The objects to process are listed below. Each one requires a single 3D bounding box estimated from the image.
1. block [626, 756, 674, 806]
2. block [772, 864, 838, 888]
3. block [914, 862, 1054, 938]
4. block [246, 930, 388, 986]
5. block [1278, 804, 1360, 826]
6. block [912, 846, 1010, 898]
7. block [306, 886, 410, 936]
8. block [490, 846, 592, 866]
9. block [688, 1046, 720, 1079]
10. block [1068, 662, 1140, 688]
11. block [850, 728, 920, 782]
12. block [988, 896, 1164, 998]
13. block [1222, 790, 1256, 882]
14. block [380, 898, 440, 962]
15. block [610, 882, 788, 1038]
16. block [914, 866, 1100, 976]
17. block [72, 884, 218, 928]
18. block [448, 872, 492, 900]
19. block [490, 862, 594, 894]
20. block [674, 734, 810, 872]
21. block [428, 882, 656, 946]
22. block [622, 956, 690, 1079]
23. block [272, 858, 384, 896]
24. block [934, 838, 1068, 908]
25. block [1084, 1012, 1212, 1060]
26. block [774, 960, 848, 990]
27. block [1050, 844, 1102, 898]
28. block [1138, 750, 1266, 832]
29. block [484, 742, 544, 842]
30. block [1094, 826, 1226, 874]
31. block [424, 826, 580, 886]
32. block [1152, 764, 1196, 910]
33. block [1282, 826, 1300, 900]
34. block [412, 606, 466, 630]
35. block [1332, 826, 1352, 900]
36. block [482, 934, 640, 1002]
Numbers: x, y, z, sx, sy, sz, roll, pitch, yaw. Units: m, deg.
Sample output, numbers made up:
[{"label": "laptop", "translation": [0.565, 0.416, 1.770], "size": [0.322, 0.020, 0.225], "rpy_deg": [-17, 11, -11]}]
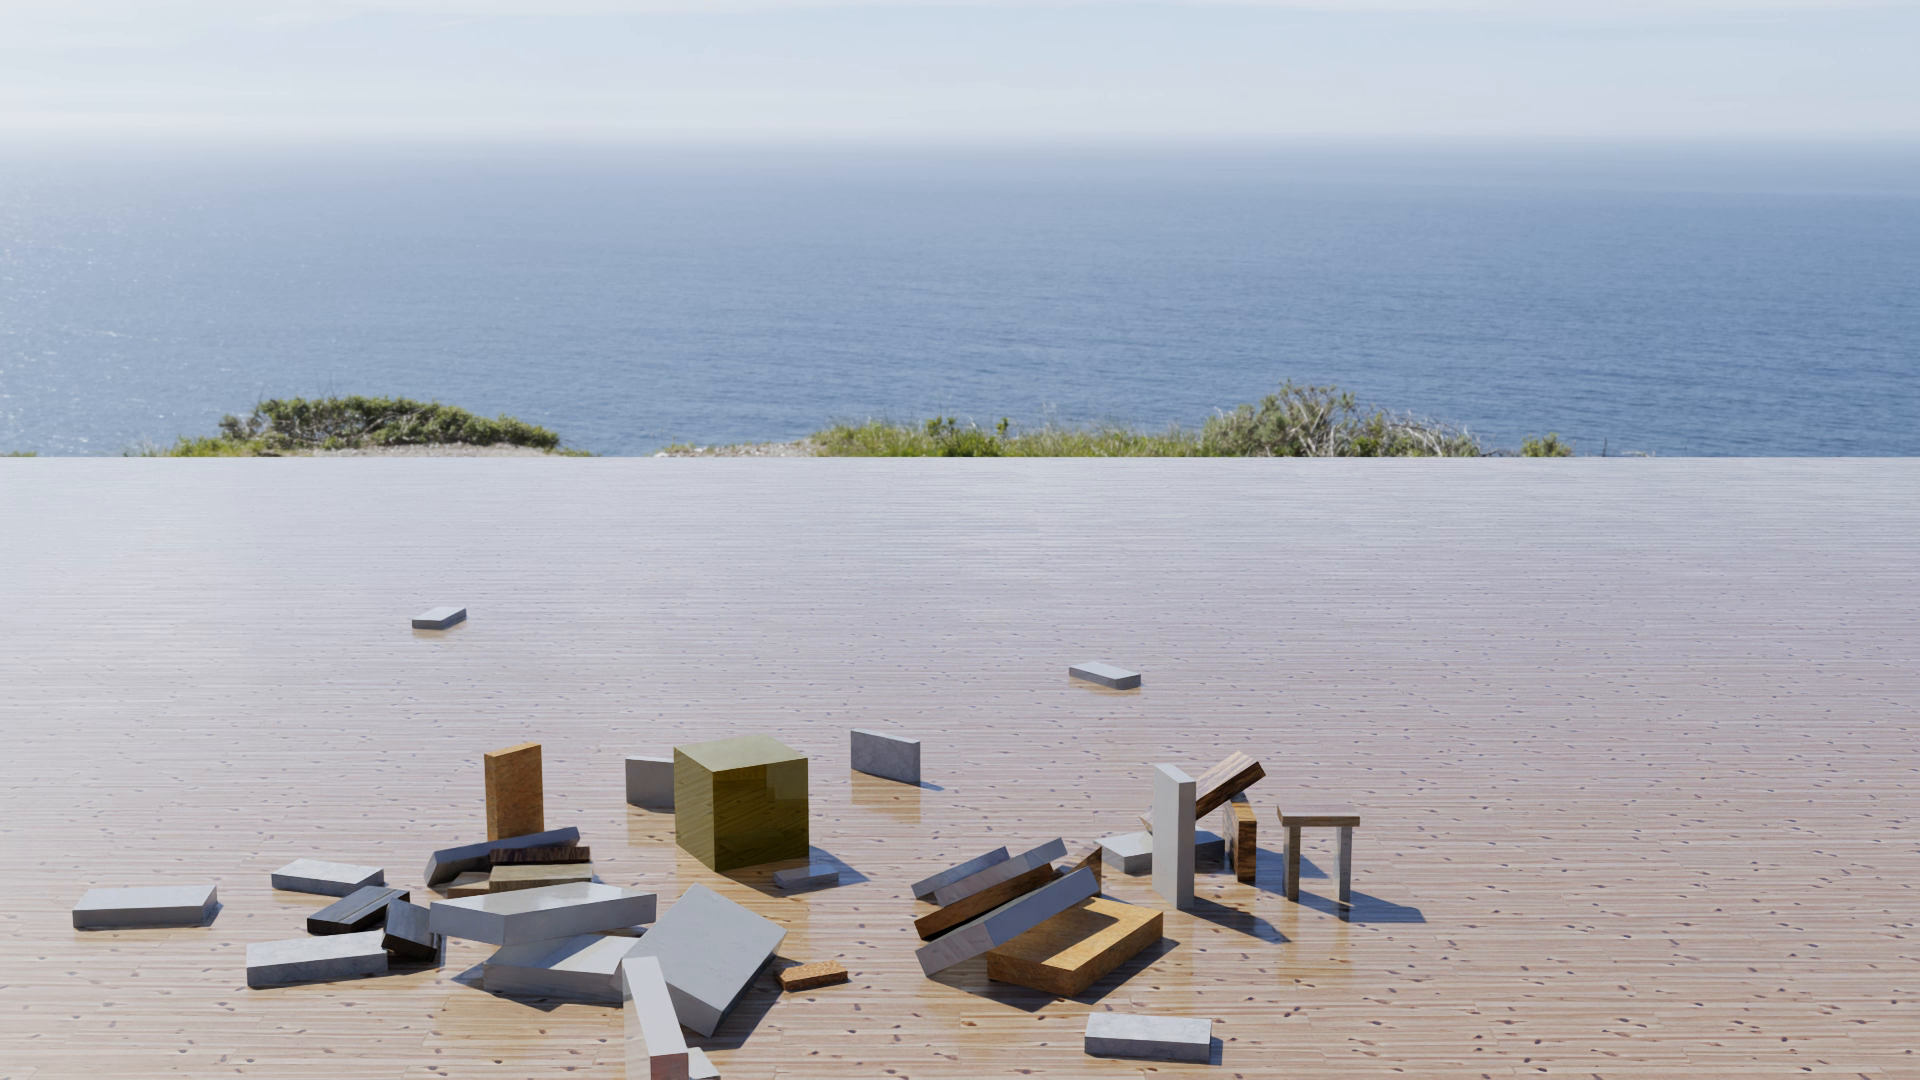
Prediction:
[{"label": "block", "translation": [-0.547, 0.457, 4.150], "size": [0.171, 0.085, 0.024], "rpy_deg": [3, 11, 15]}, {"label": "block", "translation": [-0.262, 0.571, 3.734], "size": [0.100, 0.014, 0.050], "rpy_deg": [-5, 12, -25]}, {"label": "block", "translation": [0.042, 0.577, 3.528], "size": [0.103, 0.029, 0.243], "rpy_deg": [-30, -11, 38]}, {"label": "block", "translation": [-0.979, 0.635, 3.348], "size": [0.203, 0.029, 0.101], "rpy_deg": [-3, 11, -17]}, {"label": "block", "translation": [0.593, 0.457, 3.643], "size": [0.127, 0.018, 0.063], "rpy_deg": [0, 11, 0]}, {"label": "block", "translation": [0.002, 0.556, 3.686], "size": [0.082, 0.023, 0.165], "rpy_deg": [-29, -10, 38]}, {"label": "block", "translation": [-0.971, 0.600, 3.553], "size": [0.082, 0.023, 0.164], "rpy_deg": [4, 11, 19]}, {"label": "block", "translation": [-0.706, 0.546, 3.713], "size": [0.164, 0.023, 0.082], "rpy_deg": [-1, -30, -5]}, {"label": "block", "translation": [-0.362, 0.713, 2.967], "size": [0.050, 0.014, 0.100], "rpy_deg": [-4, 11, -23]}, {"label": "block", "translation": [0.335, 0.313, 5.100], "size": [0.080, 0.023, 0.159], "rpy_deg": [-8, 13, -38]}, {"label": "block", "translation": [-0.148, 0.424, 4.342], "size": [0.159, 0.080, 0.023], "rpy_deg": [8, 13, 37]}, {"label": "block", "translation": [0.181, 0.621, 3.386], "size": [0.147, 0.042, 0.293], "rpy_deg": [6, 12, 31]}, {"label": "block", "translation": [0.485, 0.507, 3.824], "size": [0.030, 0.108, 0.215], "rpy_deg": [0, 11, 0]}, {"label": "block", "translation": [-0.855, 0.607, 3.430], "size": [0.082, 0.023, 0.164], "rpy_deg": [21, 5, -15]}, {"label": "block", "translation": [-0.379, 0.614, 3.241], "size": [0.162, 0.046, 0.325], "rpy_deg": [27, 15, 6]}, {"label": "block", "translation": [0.076, 0.585, 3.387], "size": [0.147, 0.042, 0.293], "rpy_deg": [-30, -8, 36]}, {"label": "block", "translation": [-1.322, 0.594, 3.571], "size": [0.202, 0.029, 0.101], "rpy_deg": [-1, 11, -6]}, {"label": "block", "translation": [-0.761, 0.579, 3.663], "size": [0.165, 0.023, 0.082], "rpy_deg": [1, 11, 4]}, {"label": "block", "translation": [-0.692, 0.559, 3.641], "size": [0.165, 0.023, 0.082], "rpy_deg": [-1, 11, -7]}, {"label": "block", "translation": [-0.386, 0.460, 3.877], "size": [0.179, 0.179, 0.179], "rpy_deg": [-6, 12, -29]}, {"label": "block", "translation": [-0.643, 0.578, 3.414], "size": [0.162, 0.046, 0.325], "rpy_deg": [2, -1, 35]}, {"label": "block", "translation": [-0.389, 0.668, 2.806], "size": [0.046, 0.162, 0.325], "rpy_deg": [-3, 11, -14]}, {"label": "block", "translation": [-1.067, 0.570, 3.714], "size": [0.165, 0.023, 0.082], "rpy_deg": [3, 11, 18]}, {"label": "block", "translation": [0.066, 0.542, 3.577], "size": [0.207, 0.029, 0.104], "rpy_deg": [-29, -10, 37]}, {"label": "block", "translation": [0.263, 0.691, 3.061], "size": [0.171, 0.024, 0.086], "rpy_deg": [2, 11, 8]}, {"label": "block", "translation": [-0.224, 0.652, 3.296], "size": [0.100, 0.014, 0.050], "rpy_deg": [-5, 12, -25]}, {"label": "block", "translation": [0.190, 0.562, 3.596], "size": [0.023, 0.082, 0.165], "rpy_deg": [5, 12, 25]}, {"label": "block", "translation": [0.426, 0.450, 3.874], "size": [0.215, 0.030, 0.108], "rpy_deg": [-32, 9, -7]}, {"label": "block", "translation": [-0.772, 0.460, 3.816], "size": [0.029, 0.202, 0.101], "rpy_deg": [9, 14, 40]}, {"label": "block", "translation": [0.349, 0.540, 3.858], "size": [0.207, 0.029, 0.104], "rpy_deg": [-5, 12, -27]}, {"label": "block", "translation": [-0.779, 0.538, 3.746], "size": [0.254, 0.023, 0.082], "rpy_deg": [-7, -31, -32]}, {"label": "block", "translation": [0.353, 0.488, 3.629], "size": [0.030, 0.215, 0.108], "rpy_deg": [-3, 11, -17]}, {"label": "block", "translation": [0.551, 0.528, 3.656], "size": [0.018, 0.127, 0.063], "rpy_deg": [0, 11, 0]}, {"label": "block", "translation": [-1.349, 0.201, 5.701], "size": [0.080, 0.023, 0.159], "rpy_deg": [2, 11, 11]}, {"label": "block", "translation": [0.636, 0.528, 3.656], "size": [0.018, 0.127, 0.063], "rpy_deg": [0, 11, 0]}, {"label": "block", "translation": [-0.546, 0.639, 3.293], "size": [0.293, 0.042, 0.147], "rpy_deg": [2, 11, 12]}]
